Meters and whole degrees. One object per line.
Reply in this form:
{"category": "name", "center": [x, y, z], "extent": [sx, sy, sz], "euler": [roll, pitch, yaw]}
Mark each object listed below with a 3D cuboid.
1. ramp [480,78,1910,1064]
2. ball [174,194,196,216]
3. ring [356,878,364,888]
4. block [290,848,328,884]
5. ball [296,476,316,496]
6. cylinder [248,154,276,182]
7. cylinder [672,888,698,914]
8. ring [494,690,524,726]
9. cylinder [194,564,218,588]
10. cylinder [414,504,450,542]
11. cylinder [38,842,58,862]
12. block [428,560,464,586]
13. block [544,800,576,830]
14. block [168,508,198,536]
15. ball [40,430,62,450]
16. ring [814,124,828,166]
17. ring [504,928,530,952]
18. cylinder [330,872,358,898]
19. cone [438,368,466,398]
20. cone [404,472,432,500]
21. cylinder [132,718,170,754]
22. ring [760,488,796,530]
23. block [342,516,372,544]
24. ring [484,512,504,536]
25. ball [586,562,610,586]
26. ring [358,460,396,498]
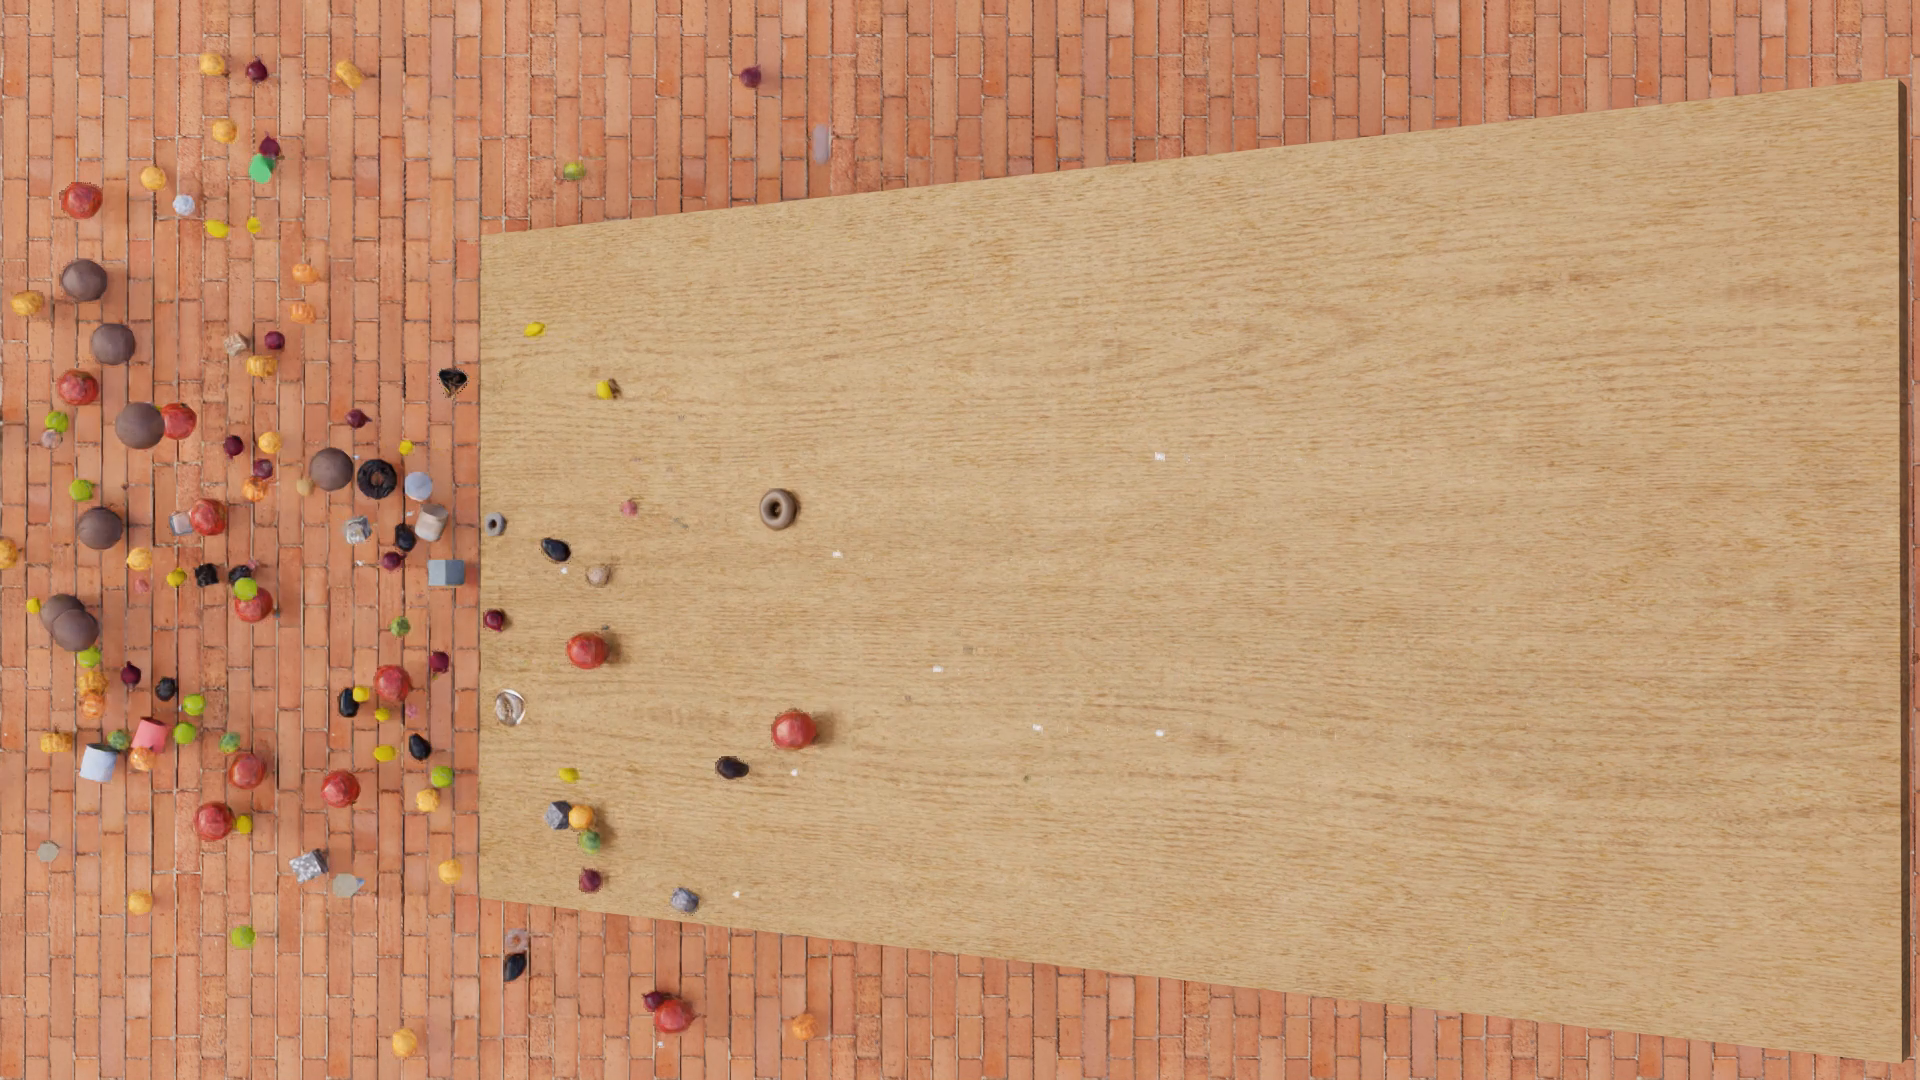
{"category": "ramp", "center": [0.256, 0.070, 5.592], "extent": [4.000, 0.100, 2.000], "euler": [0, 89, 33]}
{"category": "ball", "center": [-2.364, -1.022, 6.700], "extent": [0.062, 0.062, 0.062], "euler": [0, 90, 0]}
{"category": "ring", "center": [-1.847, 1.055, 6.672], "extent": [0.086, 0.086, 0.029], "euler": [-37, 88, 0]}
{"category": "block", "center": [-1.975, 0.990, 6.676], "extent": [0.076, 0.076, 0.076], "euler": [-25, 90, 0]}
{"category": "ball", "center": [-1.992, -0.163, 6.694], "extent": [0.060, 0.060, 0.060], "euler": [0, 90, 0]}
{"category": "cylinder", "center": [-2.121, -1.130, 6.681], "extent": [0.065, 0.065, 0.065], "euler": [-1, 128, -2]}
{"category": "cylinder", "center": [-0.771, 1.009, 6.157], "extent": [0.054, 0.054, 0.054], "euler": [20, 89, 33]}
{"category": "ring", "center": [-1.340, 0.500, 6.542], "extent": [0.112, 0.037, 0.112], "euler": [2, 94, 35]}
{"category": "cylinder", "center": [-2.294, 0.109, 6.692], "extent": [0.060, 0.060, 0.060], "euler": [-15, 90, 0]}
{"category": "cylinder", "center": [-1.602, -0.054, 6.666], "extent": [0.084, 0.084, 0.084], "euler": [24, 112, 0]}
{"category": "cylinder", "center": [-2.767, 0.945, 6.672], "extent": [0.059, 0.059, 0.059], "euler": [1, 86, -20]}
{"category": "block", "center": [-1.557, 0.099, 6.666], "extent": [0.076, 0.076, 0.076], "euler": [-4, 88, 34]}
{"category": "block", "center": [-1.168, 0.803, 6.415], "extent": [0.058, 0.058, 0.058], "euler": [39, 110, 27]}
{"category": "block", "center": [-2.362, -0.054, 6.686], "extent": [0.060, 0.060, 0.060], "euler": [-11, 106, 0]}
{"category": "ball", "center": [-2.751, -0.303, 6.653], "extent": [0.065, 0.065, 0.065], "euler": [0, 90, 0]}
{"category": "ring", "center": [-0.402, -1.140, 6.341], "extent": [0.041, 0.122, 0.122], "euler": [-1, 90, -5]}
{"category": "ring", "center": [-1.351, 1.218, 6.698], "extent": [0.078, 0.026, 0.078], "euler": [0, 89, 6]}
{"category": "cylinder", "center": [-1.839, 1.031, 6.569], "extent": [0.074, 0.074, 0.074], "euler": [2, 84, -18]}
{"category": "cone", "center": [-1.518, -0.454, 6.560], "extent": [0.082, 0.082, 0.082], "euler": [19, 124, 0]}
{"category": "cone", "center": [-1.652, -0.154, 6.641], "extent": [0.090, 0.090, 0.090], "euler": [1, 102, 6]}
{"category": "cylinder", "center": [-2.455, 0.594, 6.673], "extent": [0.089, 0.089, 0.089], "euler": [19, 90, 0]}
{"category": "ring", "center": [-0.499, -0.083, 6.001], "extent": [0.116, 0.039, 0.116], "euler": [-1, 88, 34]}
{"category": "block", "center": [-1.812, -0.031, 6.612], "extent": [0.058, 0.058, 0.058], "euler": [-12, 112, 14]}
{"category": "ring", "center": [-1.396, -0.049, 6.590], "extent": [0.075, 0.025, 0.075], "euler": [1, 91, 33]}
{"category": "ball", "center": [-1.044, 0.099, 6.334], "extent": [0.069, 0.069, 0.069], "euler": [0, 90, 0]}
{"category": "ring", "center": [-1.778, -0.186, 6.703], "extent": [0.122, 0.041, 0.122], "euler": [0, 93, 4]}
